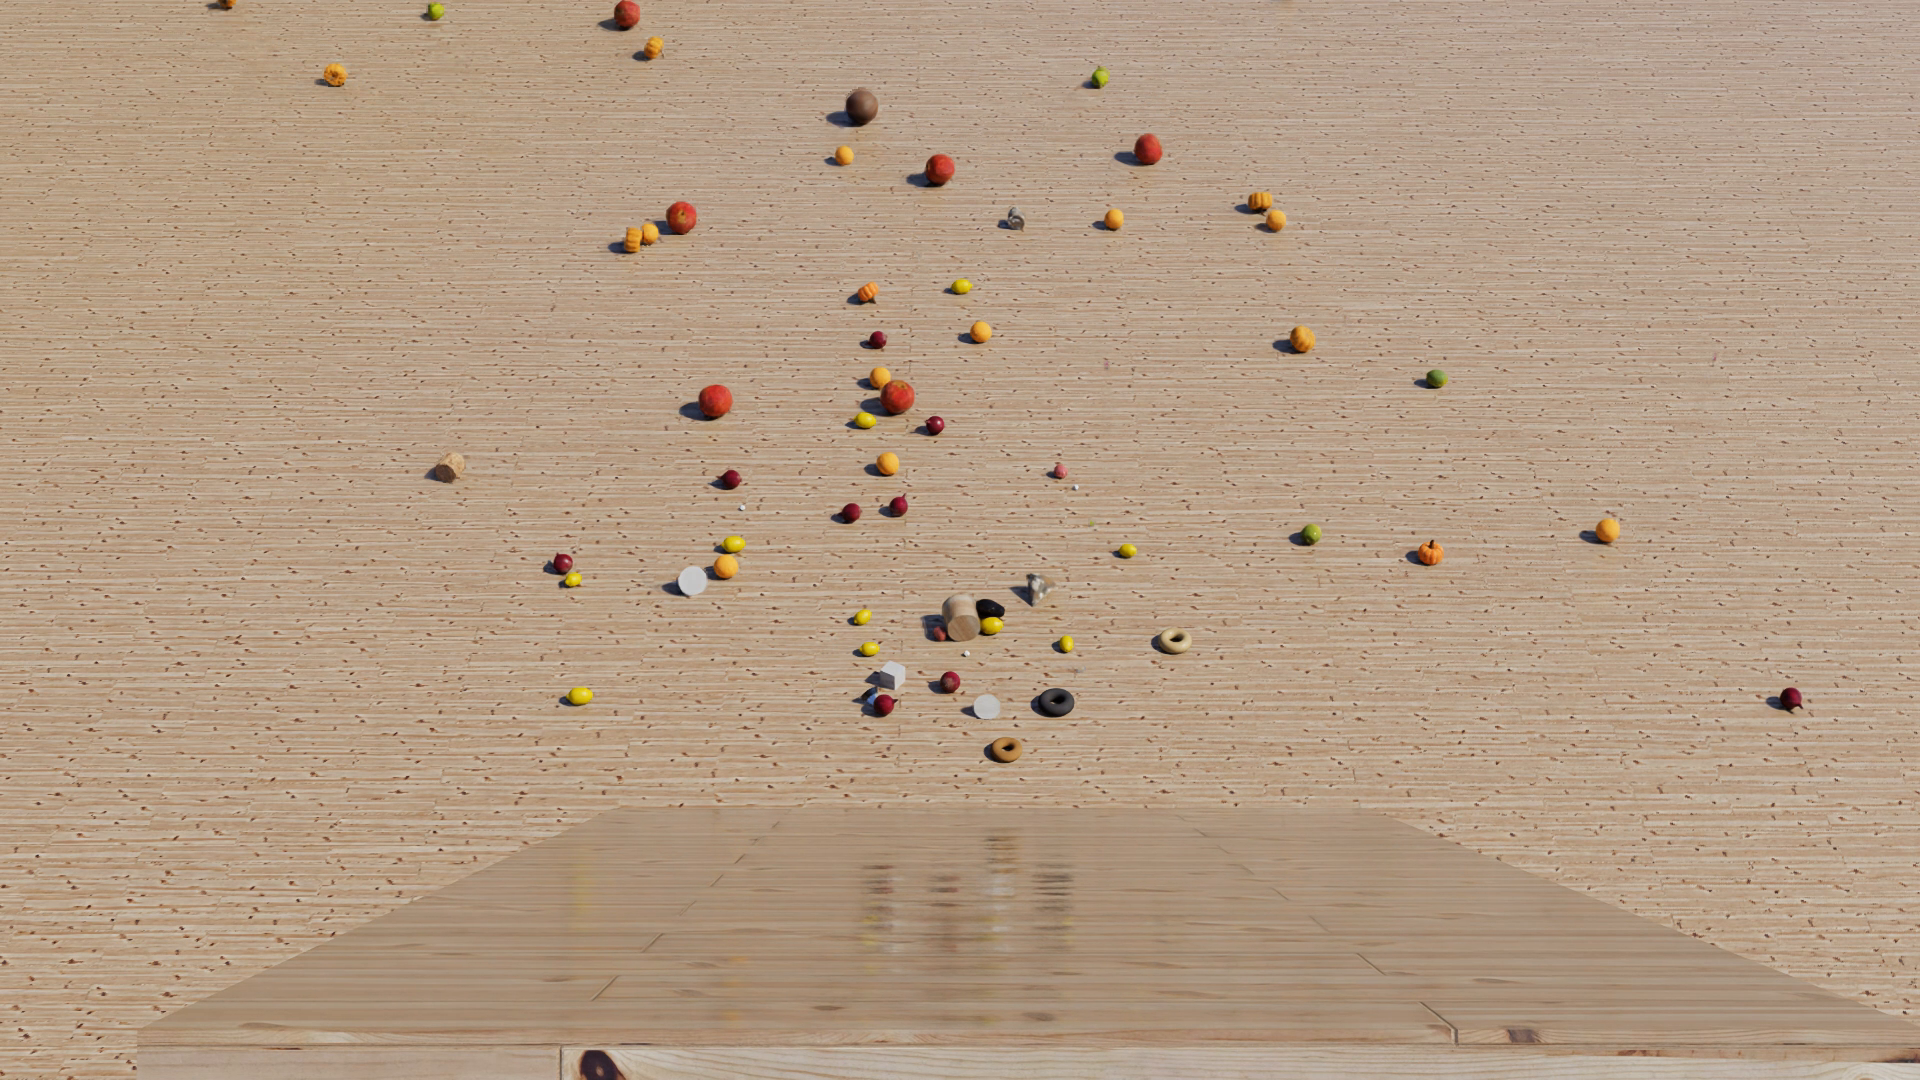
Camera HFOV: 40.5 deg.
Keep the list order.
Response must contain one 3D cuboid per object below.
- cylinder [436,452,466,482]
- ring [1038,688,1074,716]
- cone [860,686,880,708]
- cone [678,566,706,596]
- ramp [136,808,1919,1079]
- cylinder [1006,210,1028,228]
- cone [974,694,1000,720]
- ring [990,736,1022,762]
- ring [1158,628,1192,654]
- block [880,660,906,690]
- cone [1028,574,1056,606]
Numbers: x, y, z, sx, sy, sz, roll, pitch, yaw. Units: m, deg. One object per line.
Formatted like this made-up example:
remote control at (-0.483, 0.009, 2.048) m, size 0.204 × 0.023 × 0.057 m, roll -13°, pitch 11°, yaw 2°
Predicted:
cylinder at (-1.616, -0.230, 8.248) m, size 0.071 × 0.071 × 0.071 m, roll 11°, pitch 38°, yaw 15°
ring at (0.272, 0.458, 7.349) m, size 0.104 × 0.035 × 0.104 m, roll 0°, pitch 38°, yaw 0°
cone at (-0.242, 0.455, 7.361) m, size 0.058 × 0.058 × 0.058 m, roll -25°, pitch 70°, yaw -30°
cone at (-0.815, 0.117, 7.805) m, size 0.089 × 0.089 × 0.089 m, roll -15°, pitch 12°, yaw -20°
ramp at (0.080, 0.680, 4.903) m, size 2.000 × 0.100 × 4.000 m, roll 0°, pitch -2°, yaw 0°
cylinder at (0.208, -1.179, 9.538) m, size 0.062 × 0.062 × 0.062 m, roll 14°, pitch 11°, yaw 18°
cone at (0.077, 0.462, 7.344) m, size 0.075 × 0.075 × 0.075 m, roll 1°, pitch 10°, yaw 1°
ring at (0.128, 0.579, 7.190) m, size 0.089 × 0.030 × 0.089 m, roll 1°, pitch 37°, yaw 0°
ring at (0.627, 0.293, 7.574) m, size 0.099 × 0.033 × 0.099 m, roll -1°, pitch 38°, yaw 1°
block at (-0.192, 0.387, 7.431) m, size 0.052 × 0.052 × 0.052 m, roll 21°, pitch 42°, yaw 26°
cone at (0.230, 0.162, 7.744) m, size 0.091 × 0.091 × 0.091 m, roll 13°, pitch 65°, yaw 17°
